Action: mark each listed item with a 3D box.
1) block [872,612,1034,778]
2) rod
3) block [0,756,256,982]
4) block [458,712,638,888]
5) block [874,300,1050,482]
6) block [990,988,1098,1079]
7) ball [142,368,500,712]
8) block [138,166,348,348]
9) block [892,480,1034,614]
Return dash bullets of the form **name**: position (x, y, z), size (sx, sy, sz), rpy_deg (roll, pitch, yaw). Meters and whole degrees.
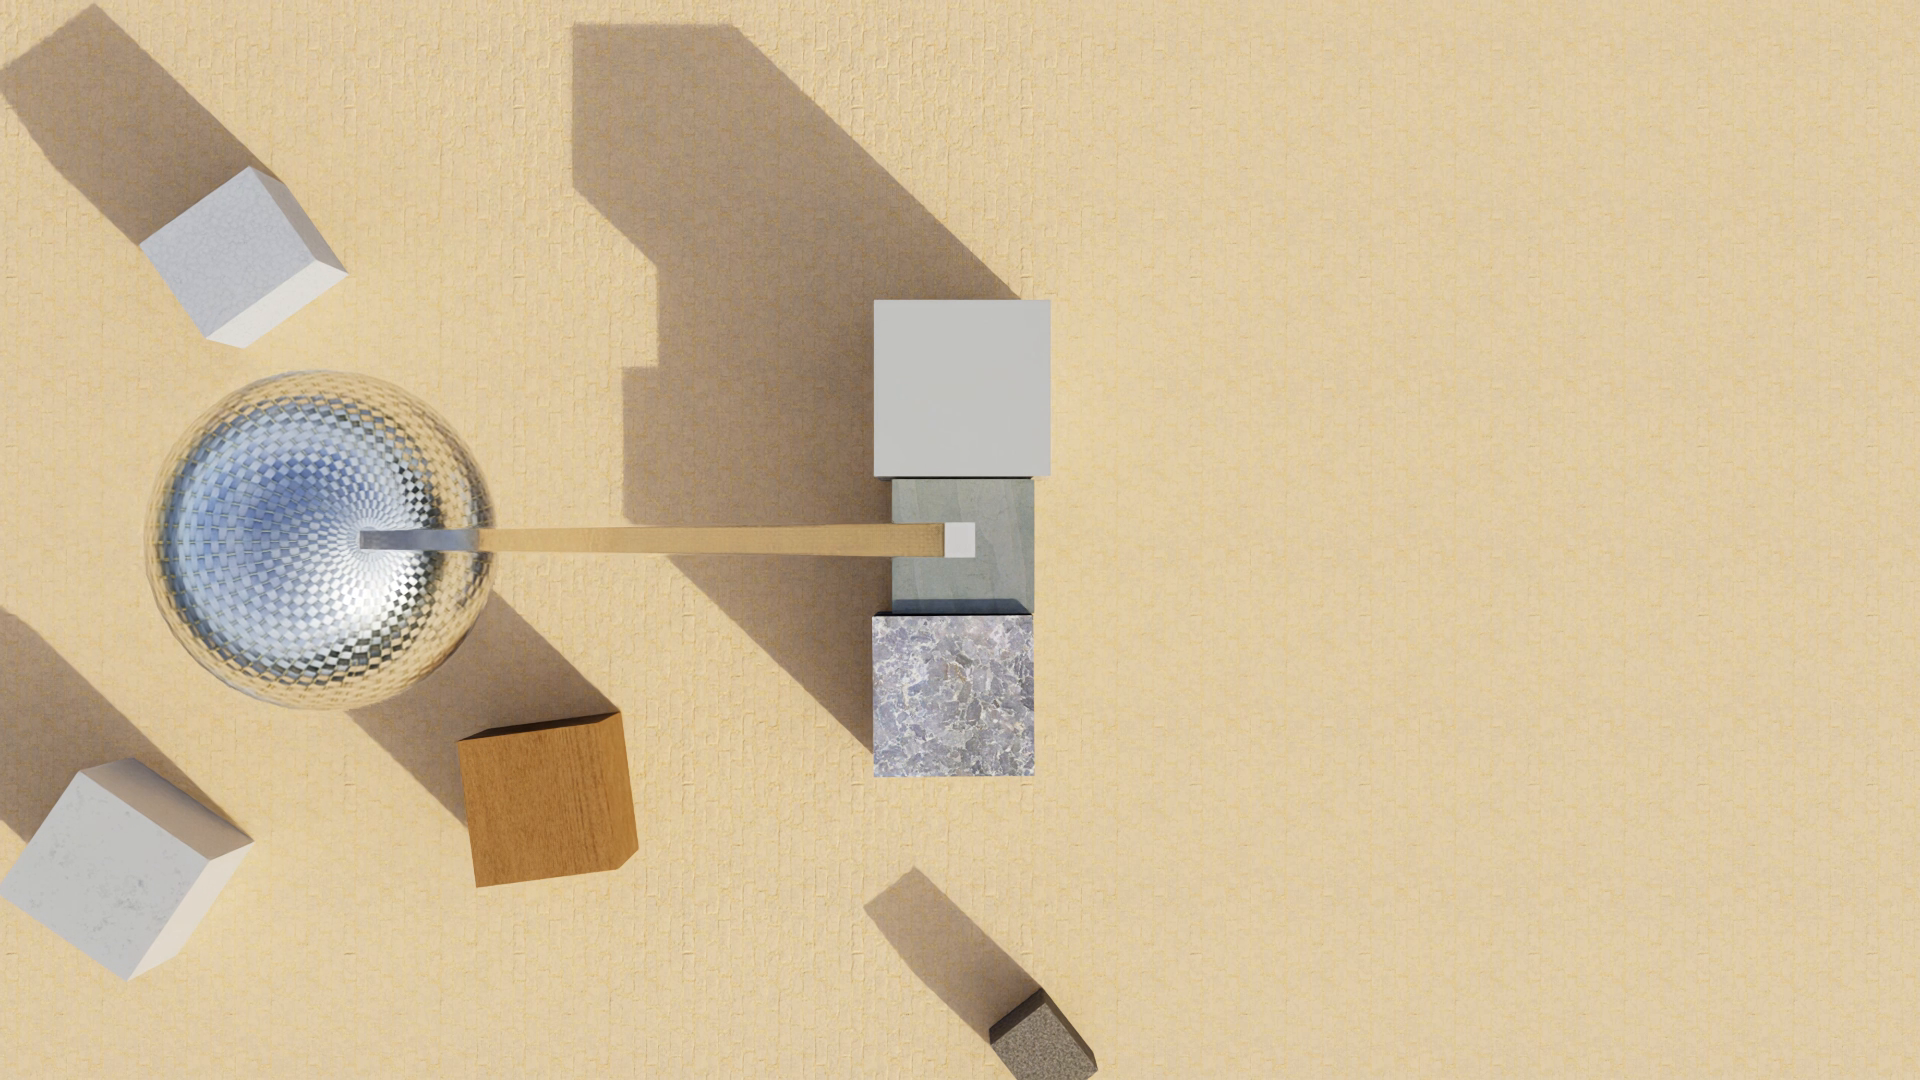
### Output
- **block**: position (-0.036, 0.861, 12.552), size (0.887, 0.896, 0.884), rpy_deg (0, 90, 0)
- **rod**: position (-1.287, 0.000, 7.325), size (0.080, 5.200, 0.080), rpy_deg (0, 90, -30)
- **block**: position (-4.759, 1.867, 12.602), size (0.883, 0.796, 0.816), rpy_deg (35, 90, 0)
- **block**: position (-2.343, 1.471, 12.595), size (0.792, 0.810, 0.820), rpy_deg (-7, 90, 0)
- **block**: position (0.013, -0.824, 12.457), size (0.958, 1.085, 0.955), rpy_deg (0, 90, 0)
- **block**: position (0.481, 2.959, 12.777), size (0.400, 0.446, 0.494), rpy_deg (-38, 90, 0)
- **ball**: position (-2.969, 0.000, 10.279), size (1.600, 1.600, 1.600), rpy_deg (0, 90, 0)
- **block**: position (-4.108, -1.614, 12.665), size (0.763, 0.670, 0.647), rpy_deg (-35, 90, 0)
- **block**: position (0.019, 0.035, 12.581), size (0.787, 0.838, 0.743), rpy_deg (0, 90, 0)
